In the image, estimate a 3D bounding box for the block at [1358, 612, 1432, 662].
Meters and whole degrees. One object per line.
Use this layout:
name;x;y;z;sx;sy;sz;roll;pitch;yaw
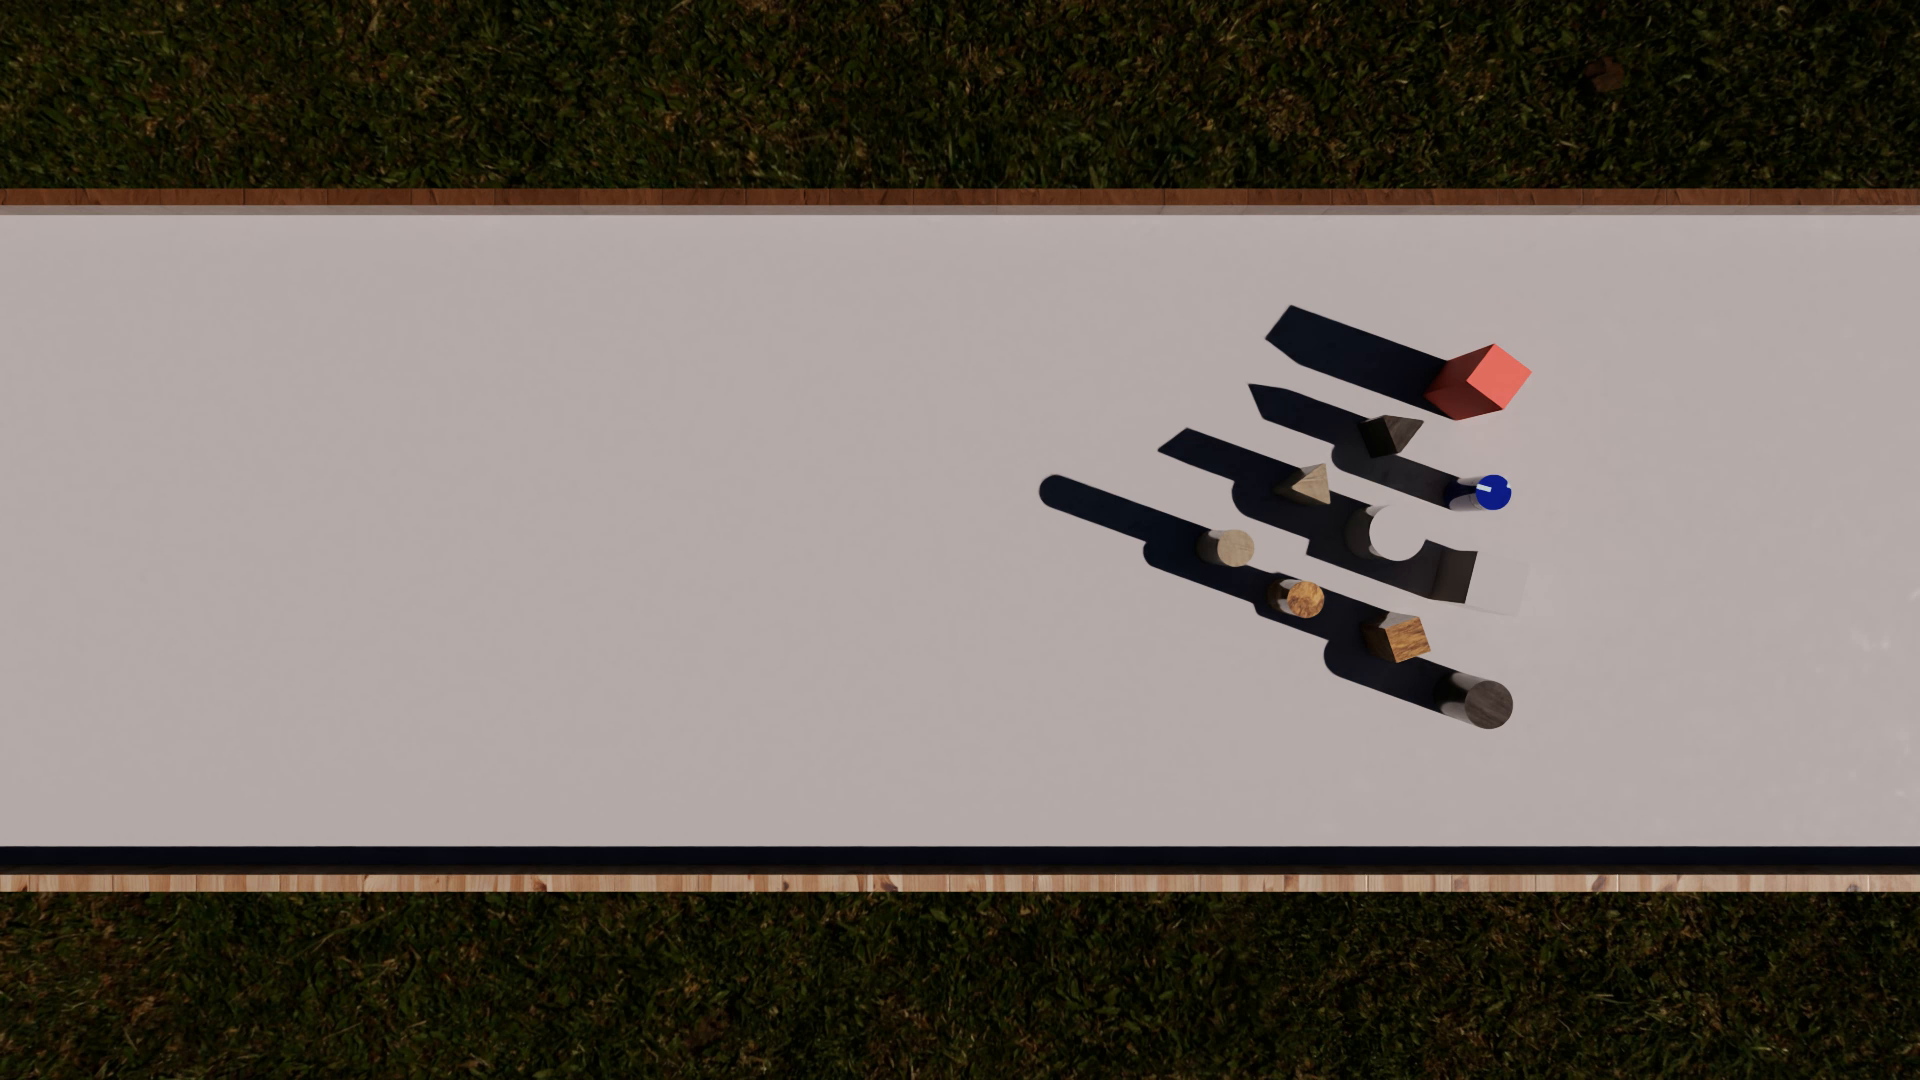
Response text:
block;1.291;0.288;4.916;0.105;0.322;0.105;-19;90;0

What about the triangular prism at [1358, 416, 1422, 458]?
triangular prism;1.264;-0.328;4.920;0.101;0.313;0.117;38;90;0

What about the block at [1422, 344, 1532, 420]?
block;1.513;-0.459;4.851;0.132;0.451;0.132;37;90;0

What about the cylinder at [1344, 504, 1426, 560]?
cylinder;1.262;-0.022;4.916;0.164;0.321;0.164;0;90;0

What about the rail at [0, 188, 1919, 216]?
rail;-2.247;-1.025;5.002;12.000;0.150;0.050;0;90;0

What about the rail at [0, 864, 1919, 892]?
rail;-2.247;1.025;5.001;12.000;0.150;0.050;0;90;0

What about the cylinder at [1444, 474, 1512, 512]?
cylinder;1.539;-0.137;4.916;0.103;0.321;0.103;0;90;0

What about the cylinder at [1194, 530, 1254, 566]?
cylinder;0.774;0.023;4.853;0.105;0.447;0.105;0;90;0

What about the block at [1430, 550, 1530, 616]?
block;1.539;0.126;4.899;0.156;0.355;0.156;14;90;0

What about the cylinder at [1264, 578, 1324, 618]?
cylinder;0.991;0.171;4.902;0.106;0.350;0.106;0;90;0

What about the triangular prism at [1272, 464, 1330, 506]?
triangular prism;1.031;-0.174;4.914;0.117;0.326;0.101;23;90;0

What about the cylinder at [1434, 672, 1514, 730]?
cylinder;1.527;0.476;4.919;0.141;0.315;0.141;0;90;0
